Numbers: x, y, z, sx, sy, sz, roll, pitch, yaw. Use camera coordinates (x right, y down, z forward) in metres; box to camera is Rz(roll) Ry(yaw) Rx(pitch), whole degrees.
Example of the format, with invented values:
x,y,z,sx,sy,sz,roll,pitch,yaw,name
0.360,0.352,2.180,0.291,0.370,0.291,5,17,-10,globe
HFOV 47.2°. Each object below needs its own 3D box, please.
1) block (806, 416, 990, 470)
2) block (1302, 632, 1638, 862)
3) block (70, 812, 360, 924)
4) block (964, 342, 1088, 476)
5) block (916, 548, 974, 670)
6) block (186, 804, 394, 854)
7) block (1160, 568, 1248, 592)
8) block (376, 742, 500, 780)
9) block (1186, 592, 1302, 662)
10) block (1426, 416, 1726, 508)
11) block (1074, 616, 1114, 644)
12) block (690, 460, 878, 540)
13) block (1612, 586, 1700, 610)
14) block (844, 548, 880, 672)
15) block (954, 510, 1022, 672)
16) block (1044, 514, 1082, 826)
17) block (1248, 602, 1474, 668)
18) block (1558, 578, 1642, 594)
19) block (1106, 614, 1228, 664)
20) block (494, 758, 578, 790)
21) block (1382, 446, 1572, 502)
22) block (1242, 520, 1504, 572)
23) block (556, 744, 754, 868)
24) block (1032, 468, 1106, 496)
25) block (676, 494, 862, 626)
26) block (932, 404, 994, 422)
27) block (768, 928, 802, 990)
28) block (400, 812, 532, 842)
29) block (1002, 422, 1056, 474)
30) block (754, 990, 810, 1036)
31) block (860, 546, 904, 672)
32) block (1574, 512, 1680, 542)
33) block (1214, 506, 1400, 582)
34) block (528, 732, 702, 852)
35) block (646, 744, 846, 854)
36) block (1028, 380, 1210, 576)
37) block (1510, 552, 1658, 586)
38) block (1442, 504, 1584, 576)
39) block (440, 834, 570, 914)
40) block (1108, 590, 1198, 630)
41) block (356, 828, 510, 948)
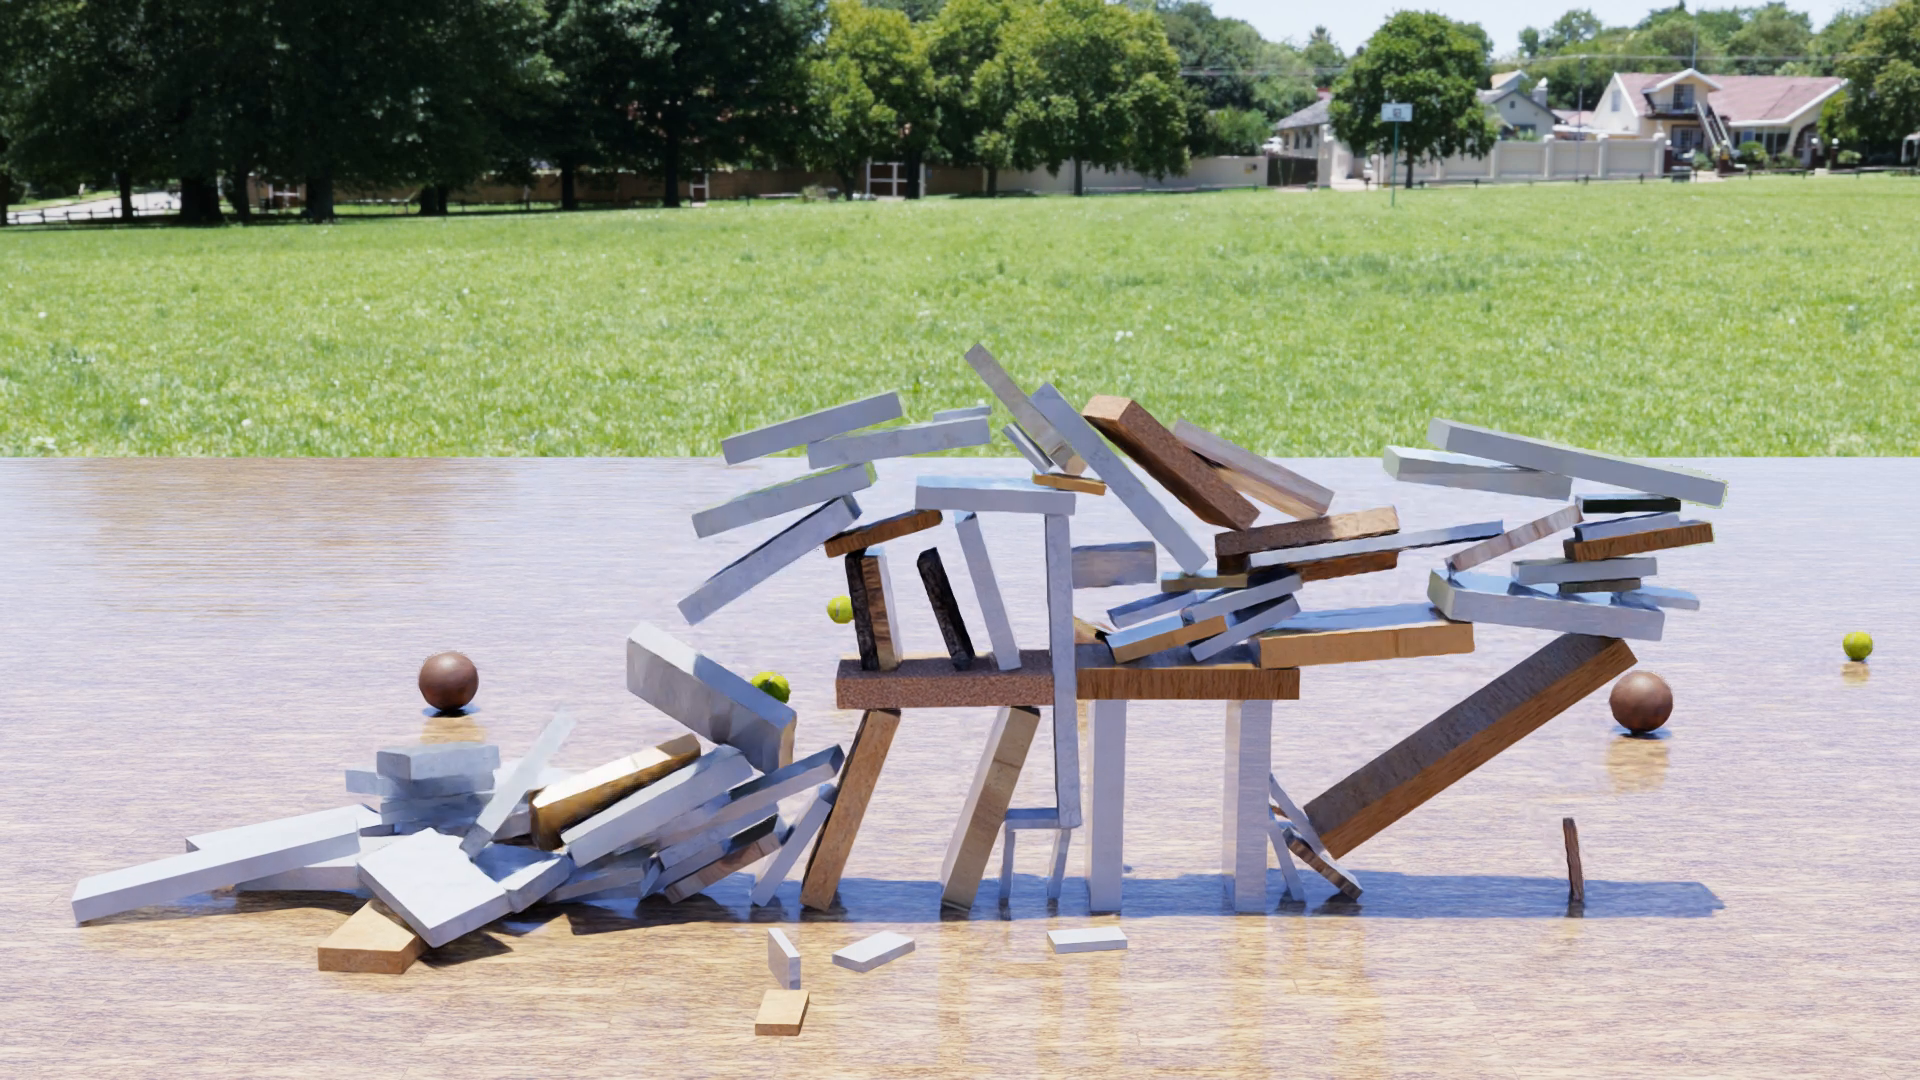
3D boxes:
x,y,z,sx,sy,sz,roll,pitch,yaw,name
-0.098,-0.158,3.507,0.286,0.041,0.143,-8,6,0,block
0.832,0.324,3.623,0.580,0.048,0.170,-34,9,6,block
-1.219,0.538,3.624,0.449,0.037,0.131,-13,10,-14,block
0.108,-0.209,3.572,0.035,0.247,0.123,-42,-15,6,block
-0.023,0.111,3.575,0.027,0.188,0.094,-19,9,7,block
-1.182,0.530,3.887,0.326,0.039,0.136,-8,13,-37,block
0.397,0.065,3.585,0.139,0.020,0.069,-4,9,5,block
-0.906,0.381,3.807,0.149,0.042,0.298,-5,-1,-26,block
0.459,0.136,3.589,0.187,0.027,0.094,-27,10,3,block
0.993,-0.127,3.562,0.453,0.040,0.140,12,9,-2,block
0.234,0.157,3.769,0.058,0.016,0.115,21,3,-22,block
-0.278,-0.069,3.524,0.286,0.041,0.143,-17,6,4,block
1.129,0.092,3.569,0.124,0.018,0.062,7,13,2,block
-0.156,0.111,3.579,0.027,0.187,0.094,-8,10,5,block
0.044,0.077,3.567,0.036,0.254,0.127,-17,10,2,block
0.168,0.201,3.595,0.036,0.514,0.127,-3,10,0,block
0.649,0.153,3.589,0.340,0.048,0.170,-5,10,1,block
1.034,0.071,3.558,0.124,0.018,0.062,-4,8,11,block
0.336,0.152,3.582,0.187,0.027,0.094,-17,10,0,block
-0.794,0.473,4.161,0.298,0.042,0.149,9,10,39,block
0.843,-0.110,3.596,0.279,0.040,0.139,7,10,0,block
0.665,0.010,3.547,0.412,0.022,0.076,-8,-6,-4,block
-0.497,0.429,3.576,0.312,0.044,0.156,-27,7,-15,block
0.173,-0.092,3.512,0.115,0.016,0.058,10,10,-3,block
-0.304,0.027,3.536,0.311,0.044,0.156,-33,5,5,block
0.006,-0.204,3.536,0.095,0.014,0.048,-8,6,5,block
-0.263,0.630,3.283,0.018,0.062,0.124,-4,11,-19,block
-0.839,0.505,3.909,0.136,0.039,0.273,-3,2,40,block
0.109,-0.147,3.508,0.095,0.014,0.048,47,19,4,block
-0.254,0.677,3.152,0.062,0.018,0.124,1,11,3,block
-0.126,0.112,3.572,0.027,0.188,0.094,-9,10,7,block
1.071,-0.022,3.537,0.152,0.022,0.076,-9,3,6,block
0.574,0.019,3.646,0.297,0.042,0.148,-9,-28,5,block
-0.570,0.421,3.656,0.293,0.123,0.035,-19,50,-25,block
-0.354,0.426,3.618,0.346,0.027,0.094,-24,9,12,block
0.258,-0.103,3.577,0.042,0.385,0.148,-42,0,6,block
1.007,0.046,3.558,0.213,0.030,0.107,-4,4,7,block
0.890,0.000,3.542,0.213,0.030,0.107,-23,-5,4,block
-0.794,0.540,3.584,0.280,0.040,0.140,5,18,25,block
0.313,0.108,3.571,0.139,0.020,0.069,-18,10,-3,block
-0.831,0.545,3.464,0.131,0.037,0.262,-24,31,-32,block
